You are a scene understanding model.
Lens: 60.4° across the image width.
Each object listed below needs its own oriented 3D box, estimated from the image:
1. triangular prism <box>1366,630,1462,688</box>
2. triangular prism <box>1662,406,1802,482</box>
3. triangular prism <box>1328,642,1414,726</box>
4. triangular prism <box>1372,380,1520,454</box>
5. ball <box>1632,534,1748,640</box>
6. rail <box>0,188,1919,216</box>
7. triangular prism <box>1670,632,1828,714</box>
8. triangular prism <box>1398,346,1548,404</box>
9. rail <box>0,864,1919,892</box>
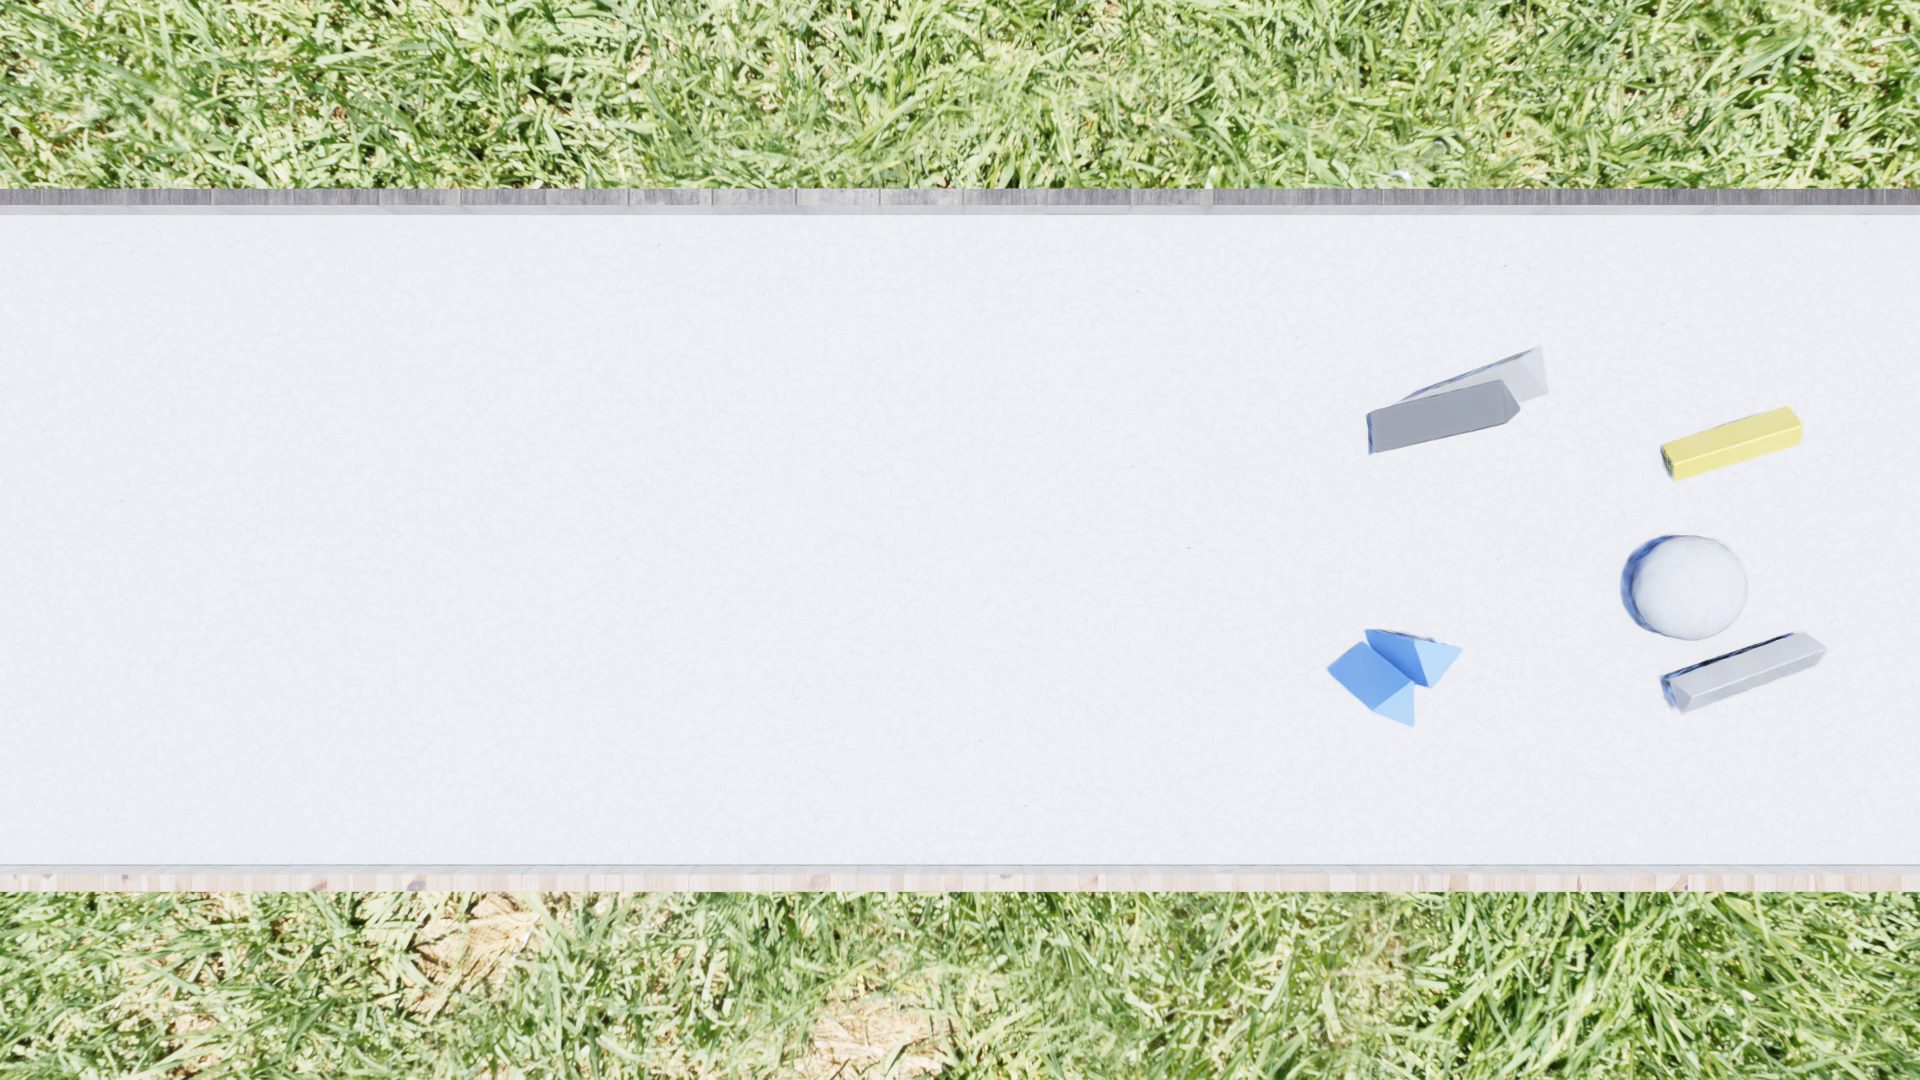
[{"bbox_3d":[1.315,0.321,4.877,0.127,0.379,0.147,40,87,-6],"label":"triangular prism"},{"bbox_3d":[2.335,-0.287,4.978,0.372,0.104,0.120,-18,90,14],"label":"triangular prism"},{"bbox_3d":[1.240,0.413,4.889,0.142,0.332,0.123,21,101,-16],"label":"triangular prism"},{"bbox_3d":[1.422,-0.341,4.872,0.133,0.417,0.115,45,51,-31],"label":"triangular prism"},{"bbox_3d":[2.176,0.142,4.919,0.316,0.316,0.316,0,90,0],"label":"ball"},{"bbox_3d":[-2.247,-1.025,5.002,12.000,0.150,0.050,0,90,0],"label":"rail"},{"bbox_3d":[2.379,0.399,4.961,0.458,0.095,0.110,-18,88,-7],"label":"triangular prism"},{"bbox_3d":[1.524,-0.462,4.890,0.149,0.416,0.129,43,51,-23],"label":"triangular prism"},{"bbox_3d":[-2.247,1.025,5.001,12.000,0.150,0.050,0,90,0],"label":"rail"}]
